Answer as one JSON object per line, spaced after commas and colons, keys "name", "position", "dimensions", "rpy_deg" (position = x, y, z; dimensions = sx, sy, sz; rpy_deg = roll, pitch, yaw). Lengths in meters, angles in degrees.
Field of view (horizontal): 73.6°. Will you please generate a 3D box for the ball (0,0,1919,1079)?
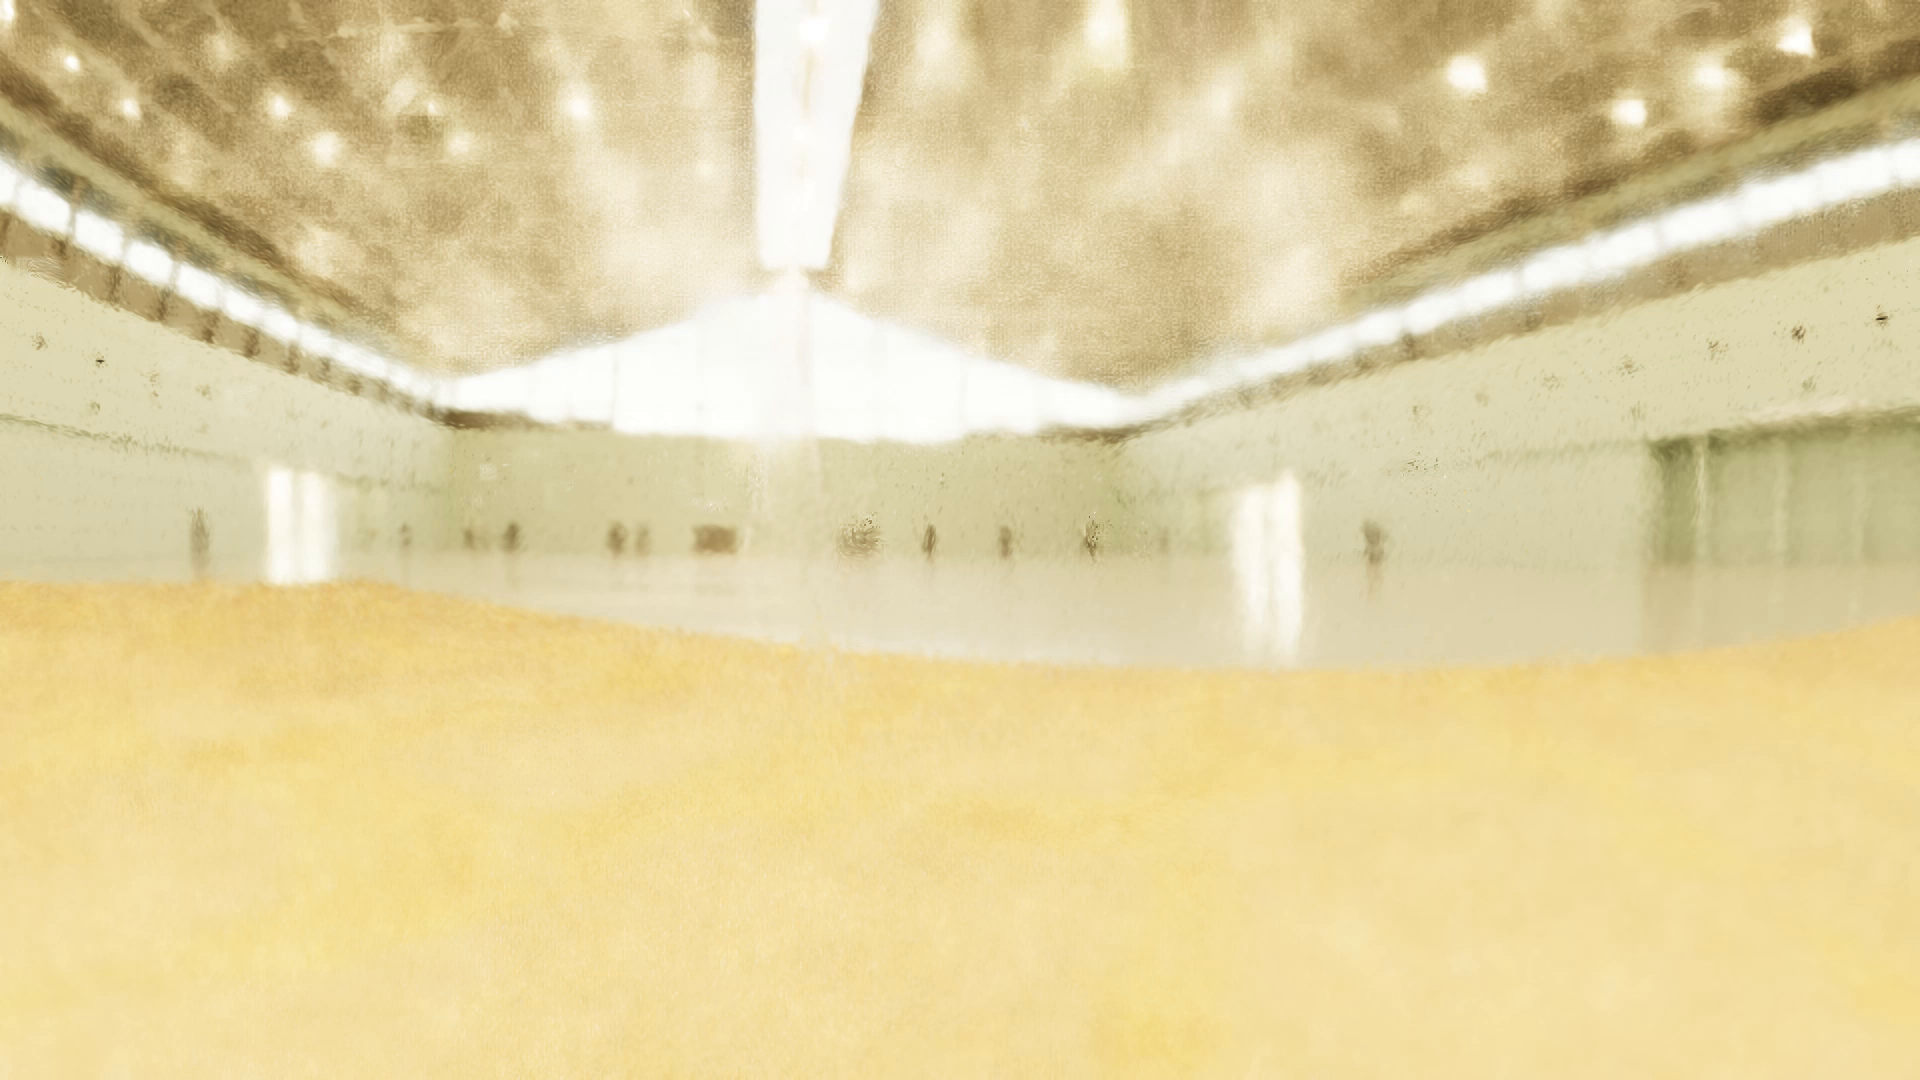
{"name": "ball", "position": [0.000, -0.002, 0.056], "dimensions": [0.080, 0.080, 0.080], "rpy_deg": [0, 4, 0]}
